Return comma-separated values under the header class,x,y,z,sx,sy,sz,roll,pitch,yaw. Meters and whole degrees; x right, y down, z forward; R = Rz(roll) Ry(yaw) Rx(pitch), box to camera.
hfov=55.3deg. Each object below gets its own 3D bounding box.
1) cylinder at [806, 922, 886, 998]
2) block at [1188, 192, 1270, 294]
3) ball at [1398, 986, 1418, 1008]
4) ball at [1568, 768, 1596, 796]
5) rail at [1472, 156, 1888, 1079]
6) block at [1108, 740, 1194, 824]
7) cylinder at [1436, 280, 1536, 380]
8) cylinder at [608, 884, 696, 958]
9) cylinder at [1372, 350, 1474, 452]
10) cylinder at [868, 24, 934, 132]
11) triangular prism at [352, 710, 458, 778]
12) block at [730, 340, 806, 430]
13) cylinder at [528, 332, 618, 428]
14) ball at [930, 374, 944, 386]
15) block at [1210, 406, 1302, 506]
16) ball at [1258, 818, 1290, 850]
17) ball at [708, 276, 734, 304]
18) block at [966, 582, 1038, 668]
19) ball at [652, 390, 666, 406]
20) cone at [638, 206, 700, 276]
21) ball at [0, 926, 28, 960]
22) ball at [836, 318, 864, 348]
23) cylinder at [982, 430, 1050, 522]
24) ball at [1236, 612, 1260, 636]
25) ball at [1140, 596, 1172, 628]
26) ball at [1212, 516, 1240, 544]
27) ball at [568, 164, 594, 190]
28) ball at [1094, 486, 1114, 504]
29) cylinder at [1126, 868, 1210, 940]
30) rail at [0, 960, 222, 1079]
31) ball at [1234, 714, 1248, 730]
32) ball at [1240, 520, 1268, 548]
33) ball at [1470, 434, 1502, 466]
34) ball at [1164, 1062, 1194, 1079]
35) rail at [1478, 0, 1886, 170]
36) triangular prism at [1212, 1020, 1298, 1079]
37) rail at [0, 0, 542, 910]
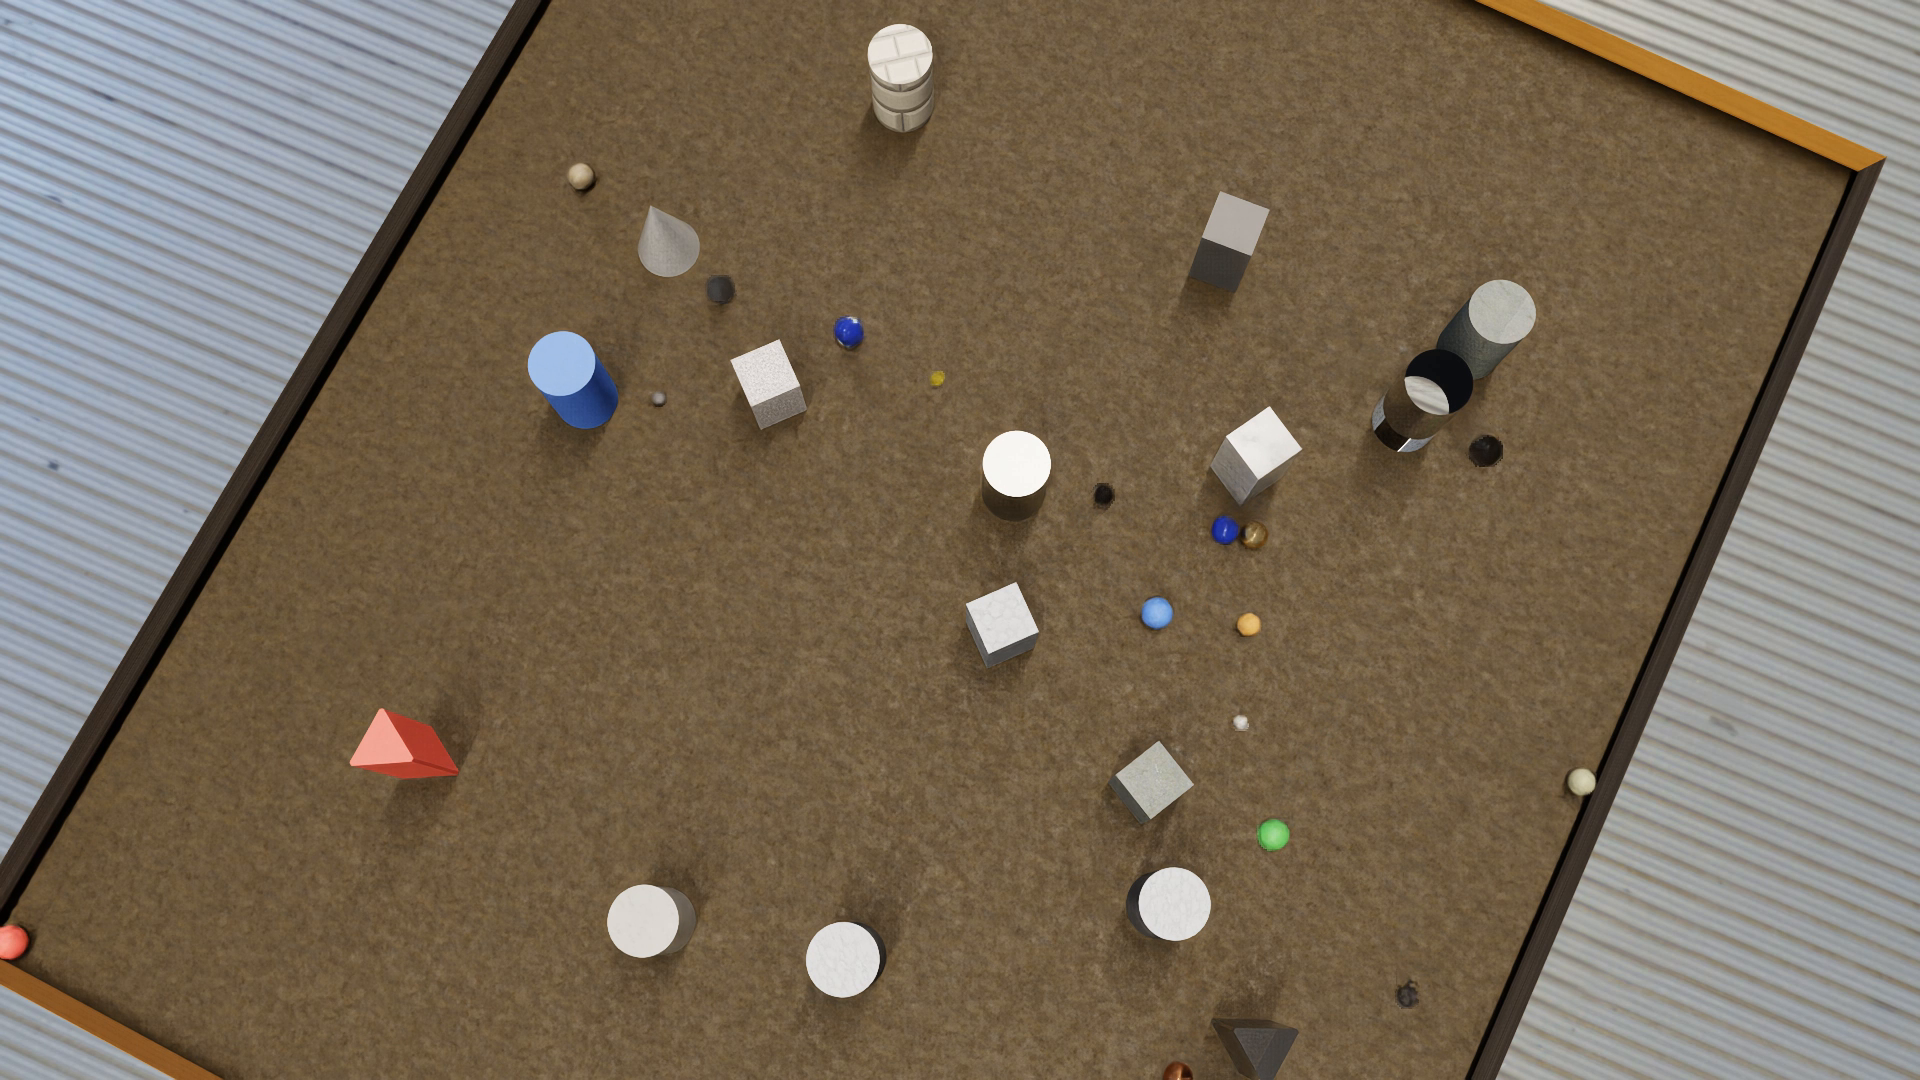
class,x,y,z,sx,sy,sz,roll,pitch,yaw
cylinder,-0.314,1.171,5.135,0.197,0.469,0.197,0,78,0
block,0.824,-0.912,5.636,0.157,0.332,0.157,22,79,4
ball,1.298,1.324,5.312,0.060,0.060,0.060,0,78,0
ball,1.841,0.717,5.427,0.081,0.081,0.081,0,78,0
rail,1.813,0.895,5.365,0.045,0.128,4.774,26,80,5
block,0.551,0.707,5.323,0.157,0.289,0.157,-37,81,-7
cylinder,1.591,-0.633,5.559,0.197,0.370,0.197,0,78,0
cylinder,-0.875,1.085,5.221,0.197,0.335,0.197,0,78,0
cylinder,1.379,-0.412,5.483,0.197,0.429,0.197,0,78,0
cylinder,-0.182,-1.440,5.736,0.197,0.351,0.197,0,78,0
triangular prism,-1.586,0.583,5.255,0.170,0.471,0.148,-4,78,-1
block,-0.579,-0.470,5.579,0.157,0.263,0.157,-24,79,-5
cylinder,-1.163,-0.478,5.528,0.197,0.367,0.197,0,78,0
ball,-0.072,-0.498,5.698,0.042,0.042,0.042,0,78,0
block,0.882,-0.246,5.486,0.157,0.355,0.157,-34,80,-7
ball,0.924,0.865,5.392,0.090,0.090,0.090,0,78,0
ball,-0.750,-0.783,5.736,0.083,0.083,0.083,0,78,0
block,0.122,0.255,5.401,0.157,0.318,0.157,-23,79,-5
ball,-0.935,-0.441,5.685,0.044,0.044,0.044,0,78,0
cone,-0.923,-0.963,5.636,0.197,0.351,0.197,0,78,0
ball,-2.761,1.169,5.324,0.098,0.098,0.098,0,78,0
ball,-0.343,-0.645,5.704,0.091,0.091,0.091,0,78,0
cylinder,0.165,-0.187,5.483,0.197,0.337,0.197,0,78,0
ball,0.871,0.255,5.528,0.071,0.071,0.071,0,78,0
ball,0.594,0.219,5.522,0.096,0.096,0.096,0,78,0
ball,0.807,-0.033,5.580,0.084,0.084,0.084,0,78,0
ball,-1.203,-1.153,5.813,0.082,0.082,0.082,0,78,0
ball,0.441,-0.139,5.615,0.058,0.058,0.058,0,78,0
cylinder,0.587,1.035,5.204,0.197,0.389,0.197,0,78,0
rail,-1.057,2.077,5.120,4.102,0.128,0.045,26,80,5
ball,0.839,0.545,5.482,0.043,0.043,0.043,0,78,0
ball,0.896,-0.016,5.577,0.084,0.084,0.084,0,78,0
ball,1.613,-0.275,5.624,0.097,0.097,0.097,0,78,0
ball,0.626,1.541,5.254,0.086,0.086,0.086,0,78,0
rail,1.057,-2.063,5.977,4.102,0.128,0.045,26,80,5
triangular prism,0.793,1.386,5.095,0.148,0.460,0.170,31,80,6
rail,-1.813,-0.881,5.733,0.045,0.128,4.774,26,80,5
